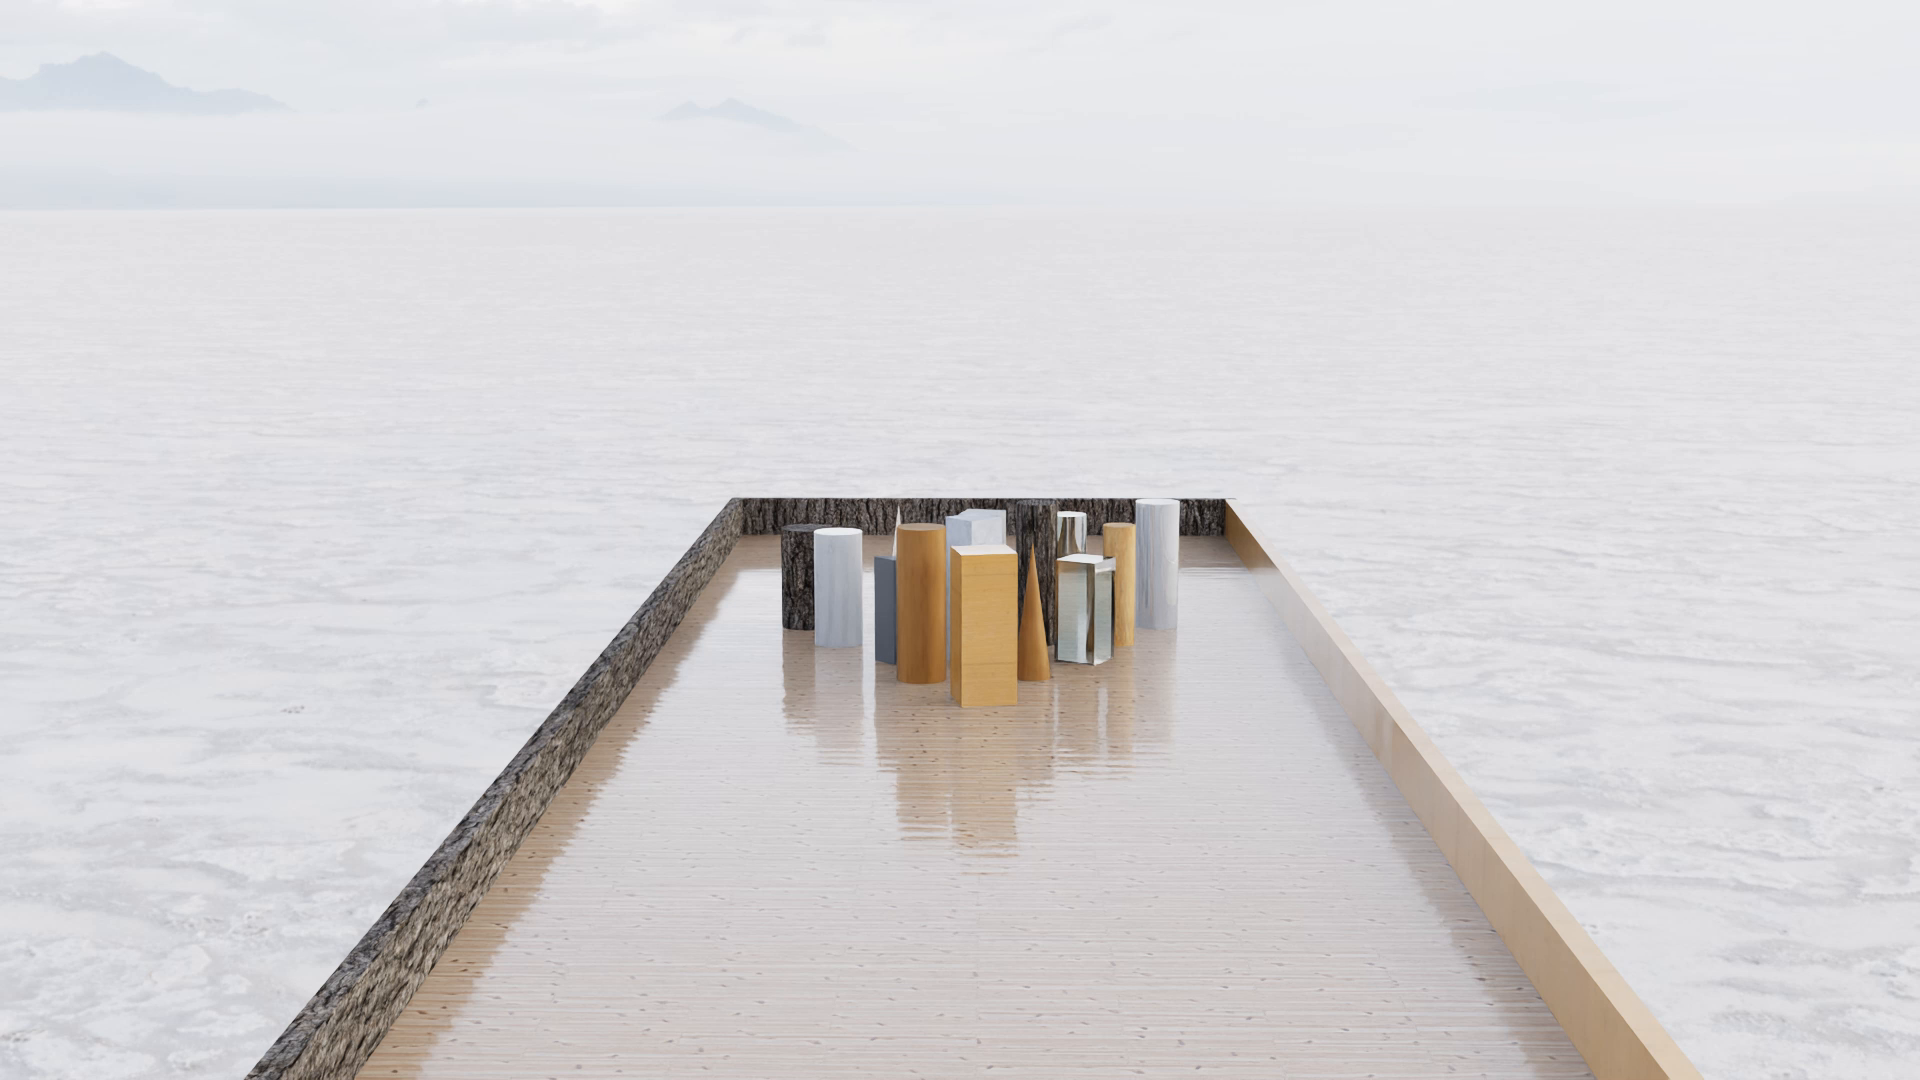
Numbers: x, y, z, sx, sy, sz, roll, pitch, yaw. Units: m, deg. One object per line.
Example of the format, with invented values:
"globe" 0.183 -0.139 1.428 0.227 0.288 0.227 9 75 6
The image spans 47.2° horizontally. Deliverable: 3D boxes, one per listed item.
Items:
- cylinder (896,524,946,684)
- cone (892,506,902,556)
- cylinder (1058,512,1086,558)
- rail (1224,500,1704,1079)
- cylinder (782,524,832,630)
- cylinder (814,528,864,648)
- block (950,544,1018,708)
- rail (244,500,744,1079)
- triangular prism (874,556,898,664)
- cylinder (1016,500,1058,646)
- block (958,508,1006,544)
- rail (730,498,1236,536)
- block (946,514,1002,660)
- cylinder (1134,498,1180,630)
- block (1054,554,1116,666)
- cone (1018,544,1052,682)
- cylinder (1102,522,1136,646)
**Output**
"cylinder" -0.112 0.184 6.409 0.145 0.450 0.145 0 9 0
"cone" -0.199 0.084 7.173 0.107 0.409 0.107 0 9 0
"cylinder" 0.352 0.100 7.182 0.120 0.374 0.120 0 9 0
"rail" 1.046 0.843 3.208 0.050 0.150 12.000 0 9 1
"cylinder" -0.500 0.120 7.210 0.169 0.326 0.169 0 9 0
"cylinder" -0.383 0.149 6.928 0.153 0.357 0.153 0 9 0
"block" 0.066 0.238 6.148 0.158 0.426 0.158 -2 9 -11
"rail" -1.004 0.839 3.234 0.050 0.150 12.000 0 9 1
"triangular prism" -0.196 0.209 6.670 0.083 0.320 0.096 -8 12 -41
"cylinder" 0.241 0.104 6.921 0.129 0.448 0.129 0 9 0
"block" 0.074 0.095 7.208 0.129 0.376 0.129 2 9 13
"rail" 0.099 -0.098 9.147 2.100 0.150 0.050 0 9 1
"block" 0.041 0.149 6.661 0.121 0.441 0.121 -8 12 -40
"cylinder" 0.645 0.077 7.208 0.143 0.411 0.143 0 9 0
"block" 0.380 0.210 6.686 0.135 0.312 0.135 5 10 30
"cone" 0.212 0.203 6.435 0.113 0.404 0.113 0 9 0
"cylinder" 0.500 0.140 6.920 0.102 0.378 0.102 0 9 0
